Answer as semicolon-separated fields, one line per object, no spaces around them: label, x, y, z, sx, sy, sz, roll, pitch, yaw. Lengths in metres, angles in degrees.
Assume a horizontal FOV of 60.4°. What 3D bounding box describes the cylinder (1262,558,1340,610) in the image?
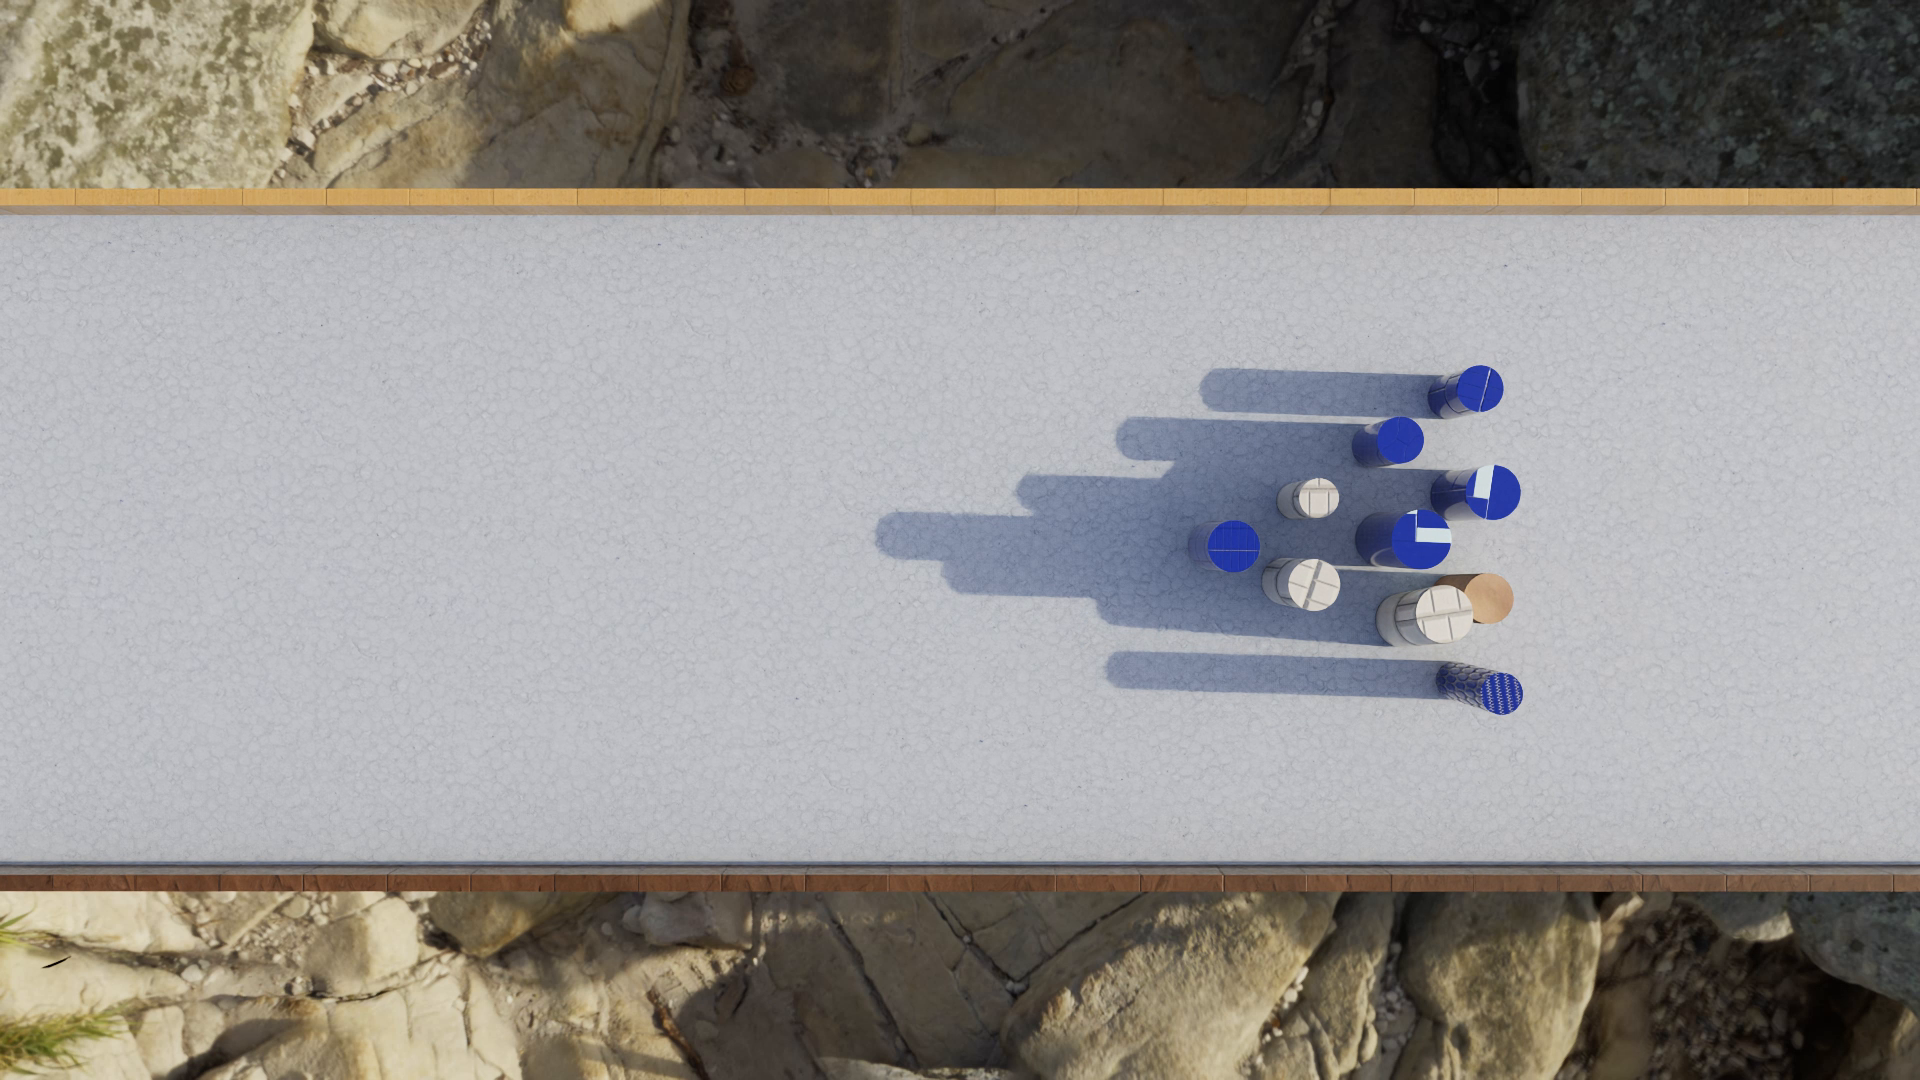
cylinder;1.000;0.127;4.866;0.146;0.421;0.146;0;90;0

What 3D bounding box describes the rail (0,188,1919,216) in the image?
rail;-2.247;-1.025;5.002;12.000;0.150;0.050;0;90;0

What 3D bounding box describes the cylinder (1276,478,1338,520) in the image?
cylinder;1.030;-0.120;4.904;0.114;0.345;0.114;0;90;0

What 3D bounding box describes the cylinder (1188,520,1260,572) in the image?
cylinder;0.774;0.018;4.869;0.147;0.414;0.147;0;90;0

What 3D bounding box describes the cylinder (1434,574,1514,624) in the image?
cylinder;1.523;0.174;4.922;0.147;0.300;0.147;0;88;-3

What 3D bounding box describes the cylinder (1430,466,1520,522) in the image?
cylinder;1.526;-0.136;4.898;0.158;0.357;0.158;0;90;0

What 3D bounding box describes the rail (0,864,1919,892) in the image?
rail;-2.247;1.025;5.001;12.000;0.150;0.050;0;90;0

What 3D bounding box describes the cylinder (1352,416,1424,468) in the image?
cylinder;1.273;-0.289;4.920;0.136;0.313;0.136;0;90;0

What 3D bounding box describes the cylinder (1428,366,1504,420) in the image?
cylinder;1.507;-0.439;4.926;0.136;0.301;0.136;0;90;0

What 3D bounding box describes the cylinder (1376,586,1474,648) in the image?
cylinder;1.370;0.229;4.885;0.167;0.366;0.167;0;84;-4

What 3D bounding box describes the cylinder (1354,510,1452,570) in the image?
cylinder;1.300;-0.001;4.861;0.169;0.432;0.169;0;90;0

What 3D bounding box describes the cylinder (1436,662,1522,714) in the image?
cylinder;1.524;0.432;4.857;0.119;0.438;0.119;0;90;0
